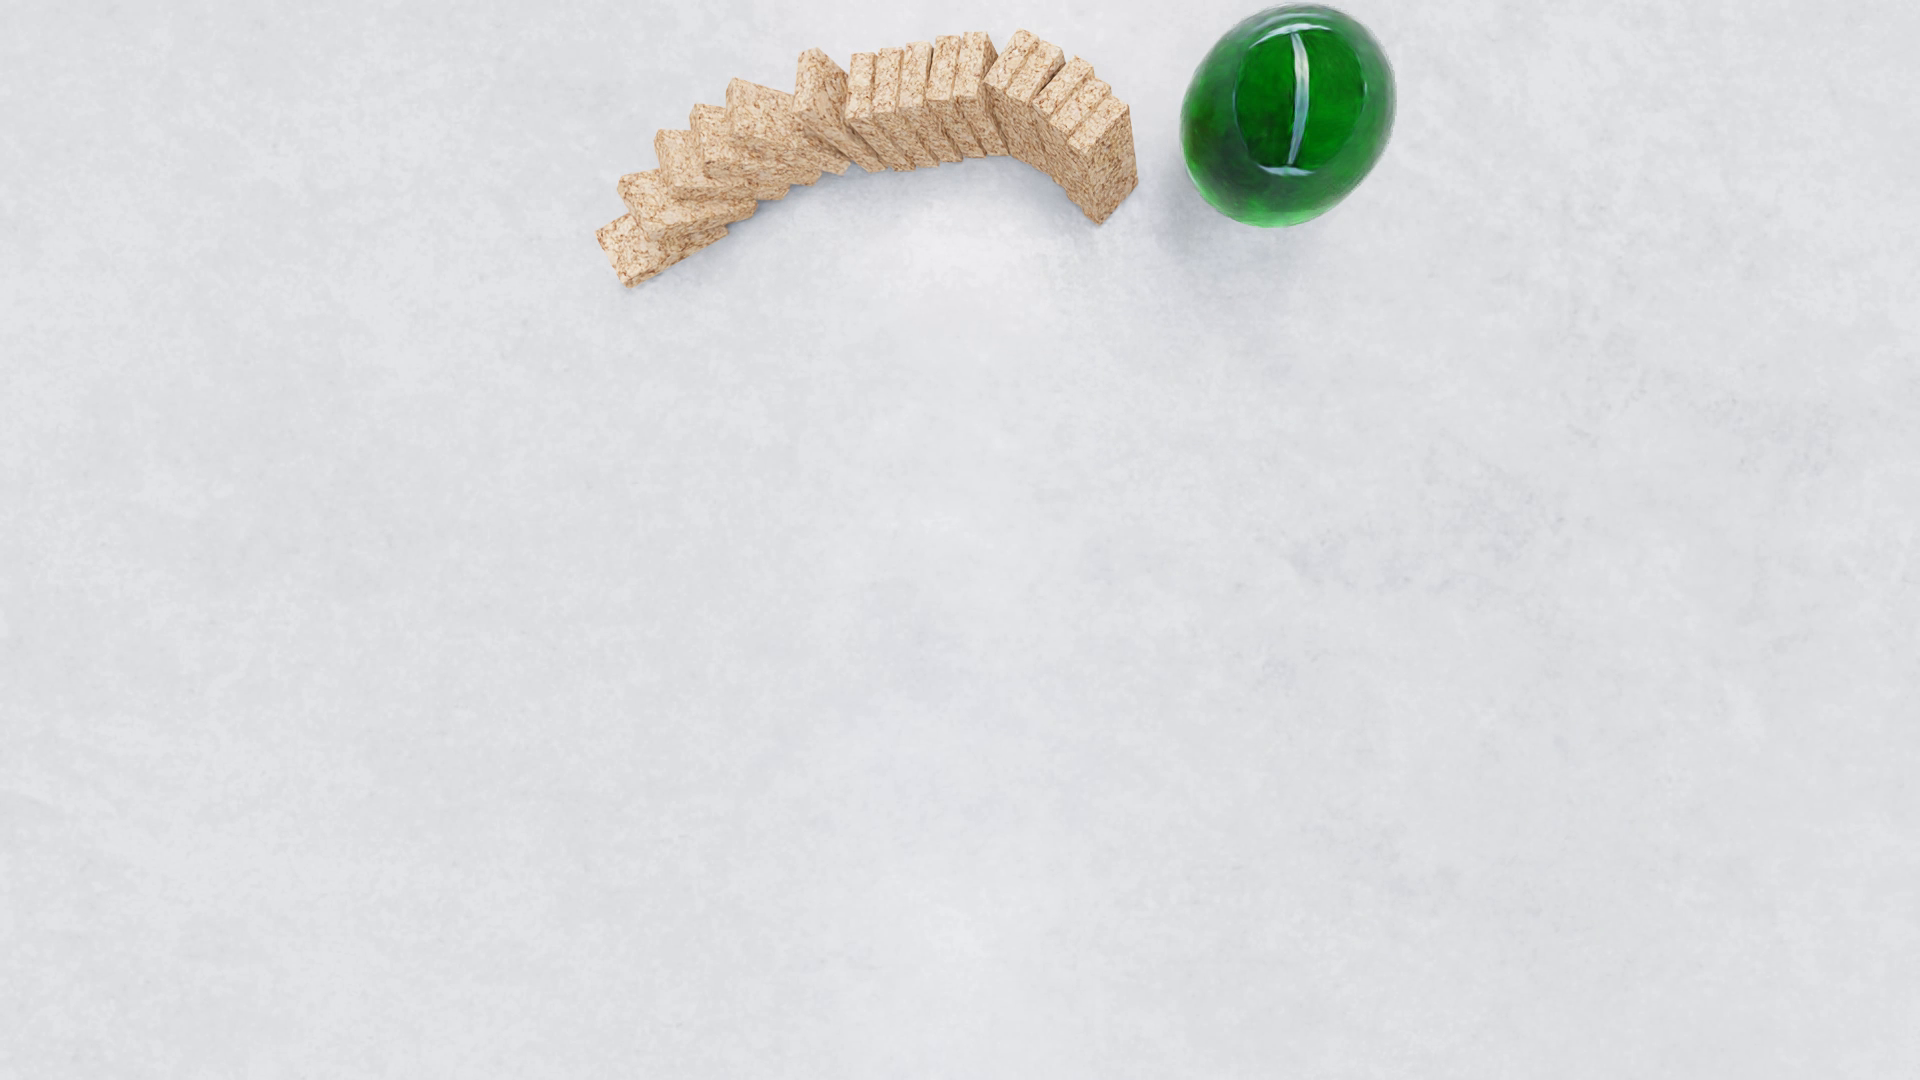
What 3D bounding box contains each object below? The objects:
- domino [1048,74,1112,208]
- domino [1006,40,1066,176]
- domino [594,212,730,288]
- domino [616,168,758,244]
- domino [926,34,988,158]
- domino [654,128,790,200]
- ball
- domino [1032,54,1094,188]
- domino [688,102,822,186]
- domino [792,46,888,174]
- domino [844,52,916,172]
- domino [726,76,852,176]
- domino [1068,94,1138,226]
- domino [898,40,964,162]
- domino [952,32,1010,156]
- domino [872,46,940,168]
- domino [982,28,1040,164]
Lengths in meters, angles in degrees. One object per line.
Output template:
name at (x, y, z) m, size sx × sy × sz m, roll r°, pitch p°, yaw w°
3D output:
domino at (0.052, -0.161, 0.375) m, size 0.009 × 0.050 × 0.025 m, roll 42°, pitch 90°, yaw 20°
domino at (0.035, -0.175, 0.375) m, size 0.010 × 0.050 × 0.025 m, roll 34°, pitch 90°, yaw 20°
domino at (-0.128, -0.133, 0.395) m, size 0.050 × 0.010 × 0.025 m, roll -29°, pitch 90°, yaw 0°
domino at (-0.112, -0.142, 0.380) m, size 0.050 × 0.009 × 0.025 m, roll -30°, pitch 90°, yaw -35°
domino at (0.001, -0.180, 0.375) m, size 0.010 × 0.050 × 0.025 m, roll 9°, pitch 90°, yaw 19°
domino at (-0.098, -0.156, 0.381) m, size 0.050 × 0.009 × 0.025 m, roll -14°, pitch 84°, yaw -34°
ball at (0.127, -0.165, 0.360) m, size 0.080 × 0.080 × 0.080 m, roll 0°, pitch 90°, yaw 0°
domino at (0.046, -0.169, 0.375) m, size 0.010 × 0.050 × 0.025 m, roll 42°, pitch 90°, yaw 20°
domino at (-0.084, -0.164, 0.381) m, size 0.050 × 0.010 × 0.025 m, roll -7°, pitch 80°, yaw -33°
domino at (-0.047, -0.175, 0.375) m, size 0.009 × 0.050 × 0.025 m, roll 1°, pitch 83°, yaw 32°
domino at (-0.031, -0.174, 0.375) m, size 0.010 × 0.050 × 0.025 m, roll 6°, pitch 90°, yaw 19°
domino at (-0.071, -0.171, 0.380) m, size 0.050 × 0.010 × 0.025 m, roll 3°, pitch 75°, yaw -31°
domino at (0.059, -0.154, 0.375) m, size 0.010 × 0.050 × 0.025 m, roll 42°, pitch 90°, yaw 20°
domino at (-0.010, -0.178, 0.375) m, size 0.009 × 0.050 × 0.025 m, roll 6°, pitch 90°, yaw 19°
domino at (0.011, -0.181, 0.375) m, size 0.010 × 0.050 × 0.025 m, roll 9°, pitch 89°, yaw 19°
domino at (-0.020, -0.175, 0.375) m, size 0.010 × 0.050 × 0.025 m, roll 6°, pitch 90°, yaw 19°
domino at (0.026, -0.180, 0.375) m, size 0.010 × 0.050 × 0.025 m, roll 34°, pitch 90°, yaw 20°
